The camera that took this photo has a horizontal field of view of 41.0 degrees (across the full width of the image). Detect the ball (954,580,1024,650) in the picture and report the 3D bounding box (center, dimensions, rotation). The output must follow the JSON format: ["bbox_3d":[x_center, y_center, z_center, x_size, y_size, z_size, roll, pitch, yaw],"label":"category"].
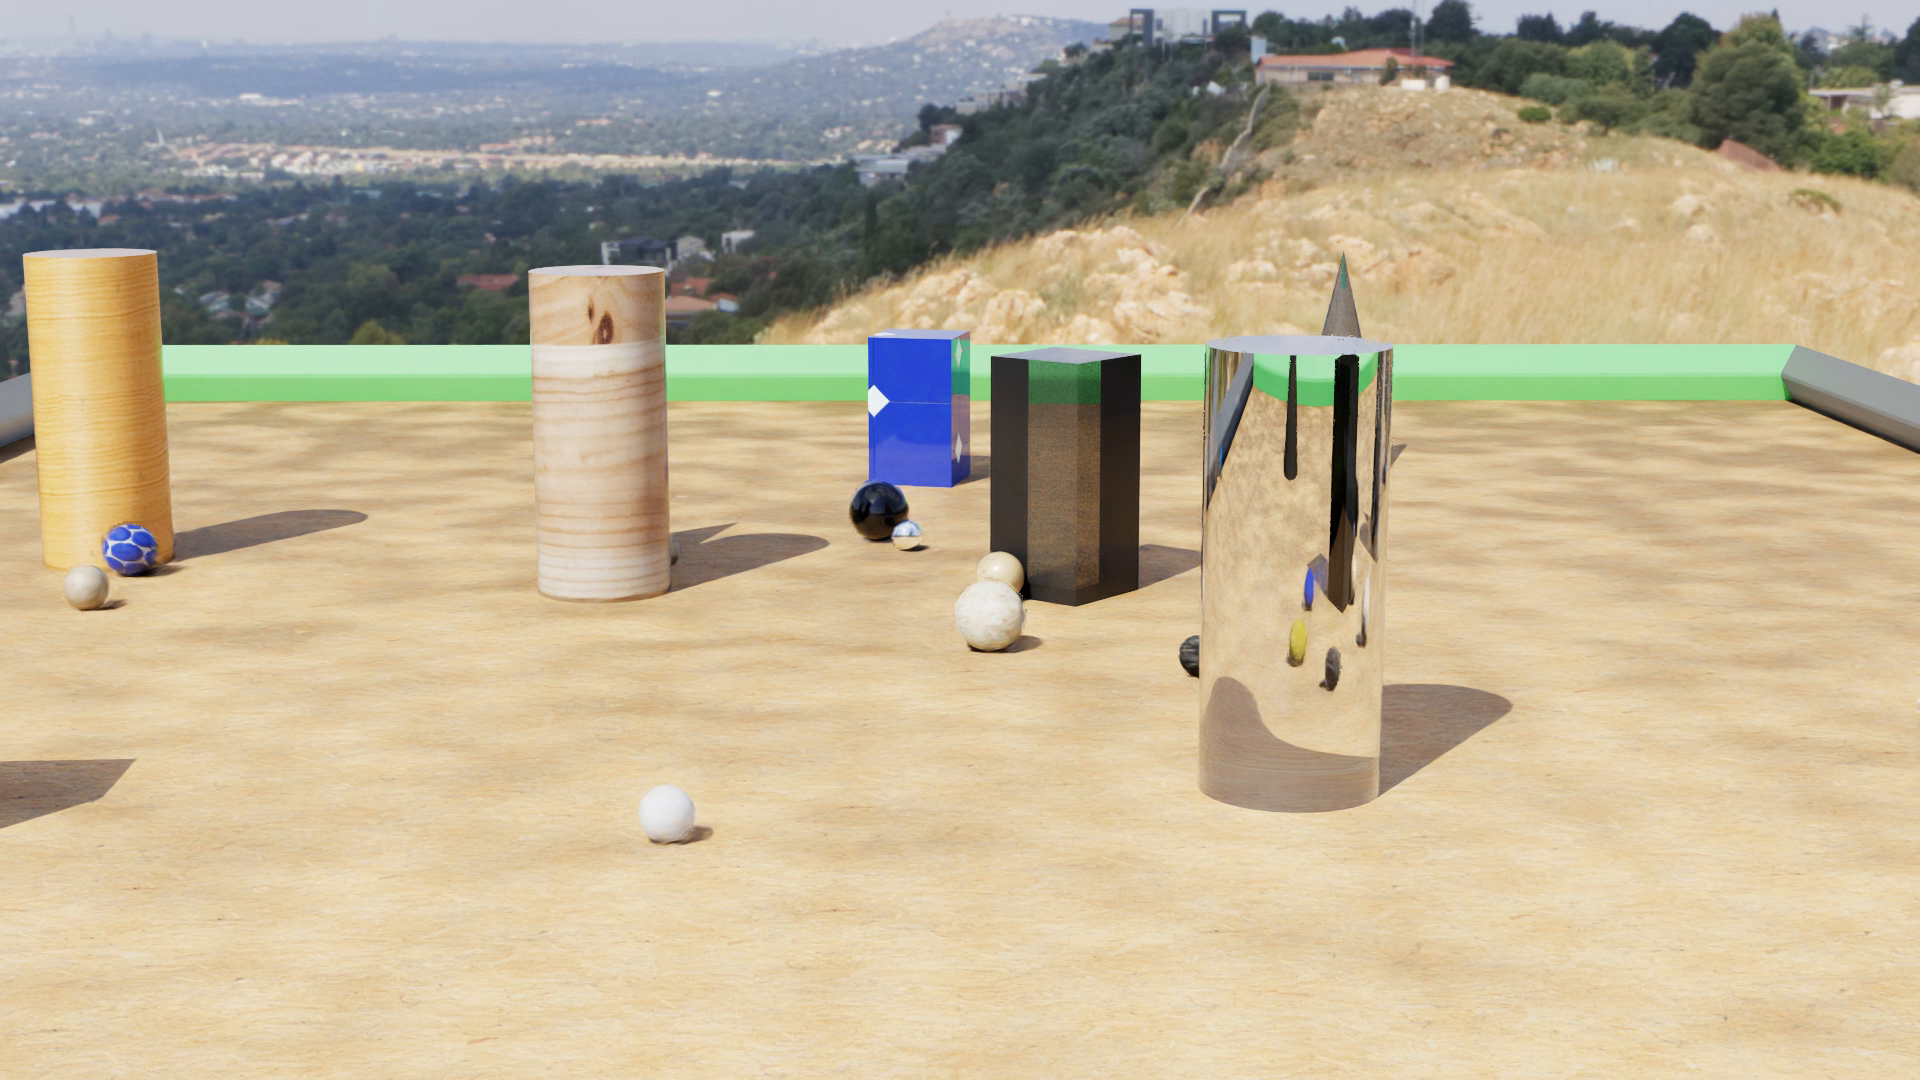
[{"bbox_3d":[0.037,0.094,3.201,0.088,0.088,0.088,0,11,0],"label":"ball"}]

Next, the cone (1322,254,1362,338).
[{"bbox_3d":[0.684,-0.323,4.606,0.184,0.391,0.184,0,11,0],"label":"cone"}]

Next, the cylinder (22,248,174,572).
[{"bbox_3d":[-1.253,-0.191,3.738,0.184,0.452,0.184,0,11,0],"label":"cylinder"}]

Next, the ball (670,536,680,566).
[{"bbox_3d":[-0.432,0.016,3.714,0.053,0.053,0.053,0,11,0],"label":"ball"}]

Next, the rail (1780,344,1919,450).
[{"bbox_3d":[1.798,0.029,3.460,0.045,0.120,4.267,0,11,0],"label":"rail"}]

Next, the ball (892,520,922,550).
[{"bbox_3d":[-0.079,-0.007,3.860,0.046,0.046,0.046,0,11,0],"label":"ball"}]

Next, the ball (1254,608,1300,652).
[{"bbox_3d":[0.394,0.112,3.191,0.056,0.056,0.056,0,11,0],"label":"ball"}]

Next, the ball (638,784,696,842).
[{"bbox_3d":[-0.277,0.258,2.418,0.054,0.054,0.054,0,11,0],"label":"ball"}]

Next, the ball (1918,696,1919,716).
[{"bbox_3d":[1.077,0.180,2.781,0.074,0.074,0.074,0,11,0],"label":"ball"}]

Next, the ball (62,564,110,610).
[{"bbox_3d":[-1.172,0.064,3.441,0.060,0.060,0.060,0,11,0],"label":"ball"}]

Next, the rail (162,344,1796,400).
[{"bbox_3d":[-0.012,-0.357,5.524,3.643,0.120,0.045,0,11,0],"label":"rail"}]

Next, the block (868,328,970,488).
[{"bbox_3d":[-0.070,-0.233,4.490,0.147,0.257,0.147,2,11,13],"label":"block"}]

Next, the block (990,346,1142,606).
[{"bbox_3d":[0.145,-0.091,3.533,0.147,0.329,0.147,8,14,38],"label":"block"}]

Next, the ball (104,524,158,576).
[{"bbox_3d":[-1.184,0.014,3.665,0.075,0.075,0.075,0,11,0],"label":"ball"}]

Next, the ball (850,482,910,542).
[{"bbox_3d":[-0.124,-0.044,3.929,0.092,0.092,0.092,0,11,0],"label":"ball"}]

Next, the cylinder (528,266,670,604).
[{"bbox_3d":[-0.495,-0.149,3.533,0.184,0.444,0.184,0,11,0],"label":"cylinder"}]

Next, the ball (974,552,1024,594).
[{"bbox_3d":[0.054,0.050,3.493,0.069,0.069,0.069,0,11,0],"label":"ball"}]

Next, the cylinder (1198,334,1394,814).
[{"bbox_3d":[0.333,0.029,2.563,0.184,0.450,0.184,0,11,0],"label":"cylinder"}]

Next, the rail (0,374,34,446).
[{"bbox_3d":[-1.798,0.033,3.440,0.045,0.120,4.267,0,11,0],"label":"rail"}]

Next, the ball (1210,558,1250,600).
[{"bbox_3d":[0.370,0.053,3.508,0.055,0.055,0.055,0,11,0],"label":"ball"}]

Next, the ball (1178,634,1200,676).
[{"bbox_3d":[0.287,0.138,3.069,0.050,0.050,0.050,0,11,0],"label":"ball"}]
